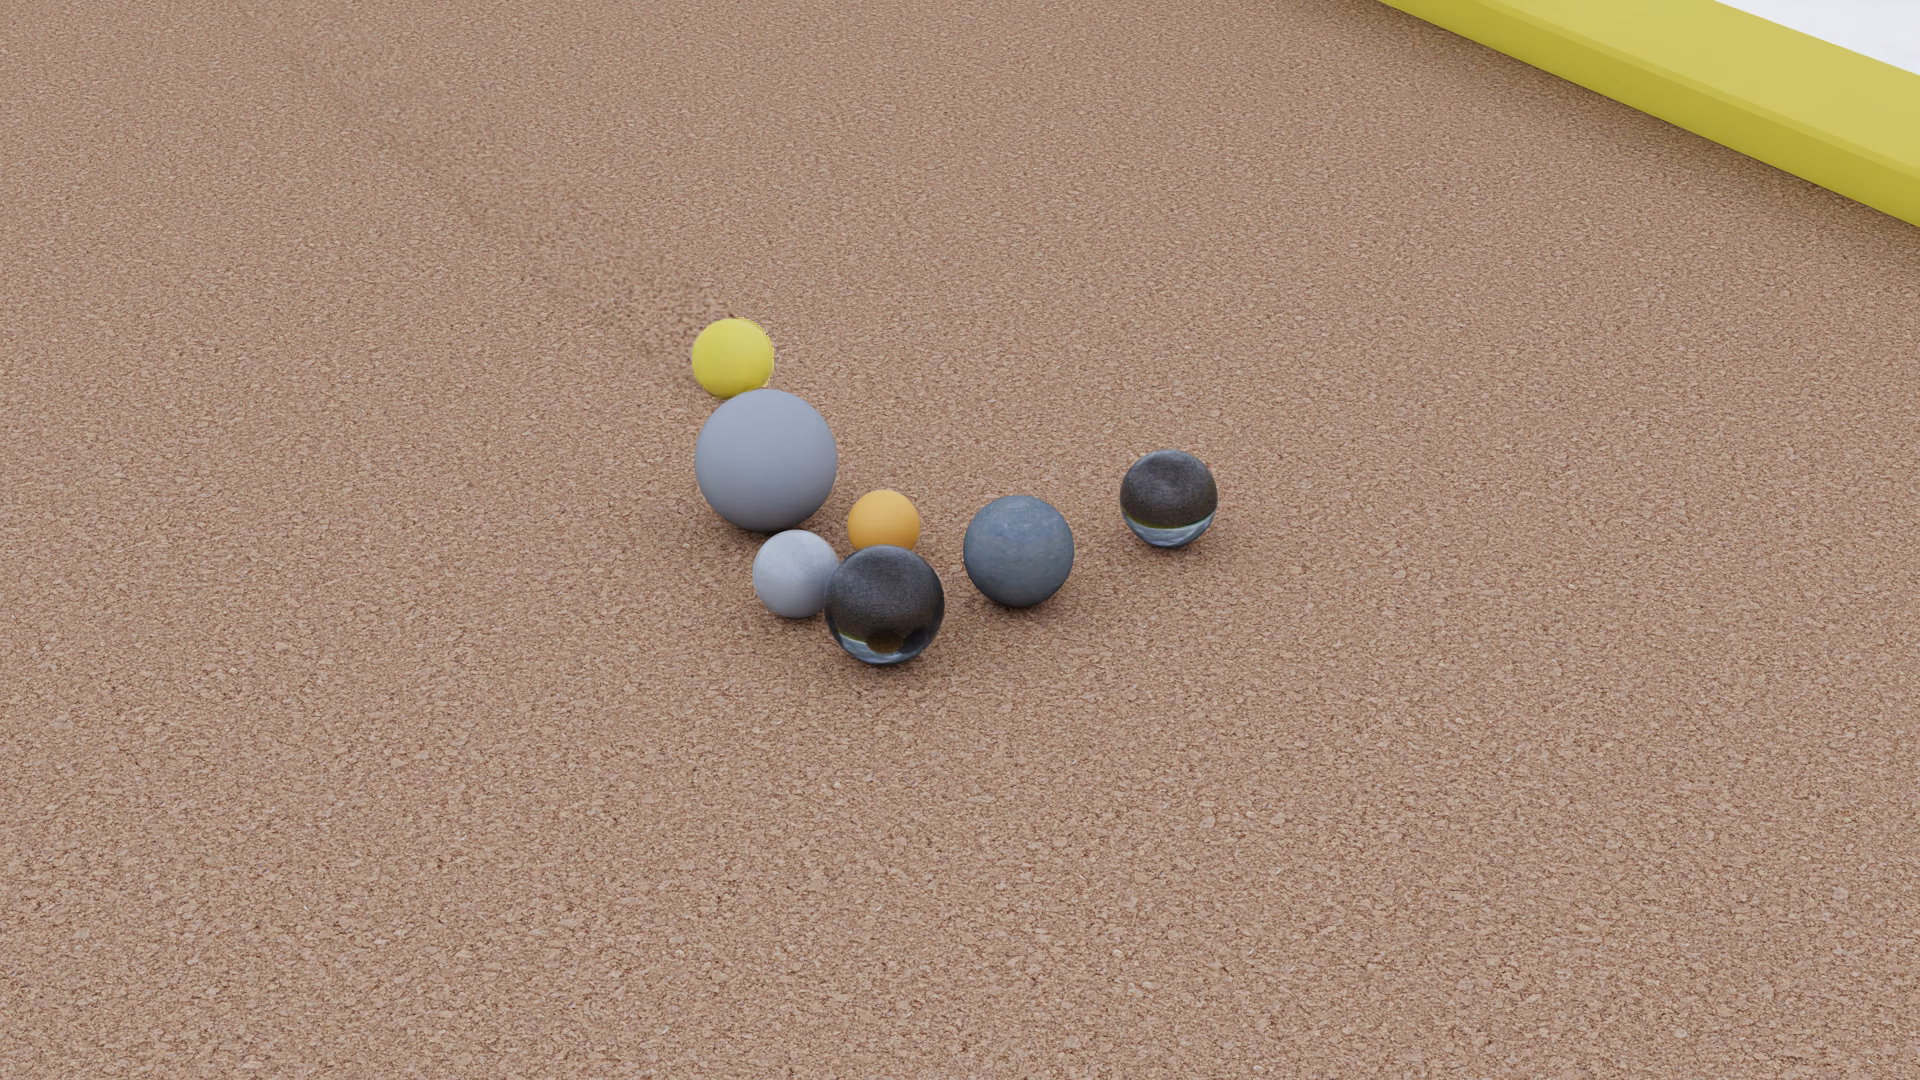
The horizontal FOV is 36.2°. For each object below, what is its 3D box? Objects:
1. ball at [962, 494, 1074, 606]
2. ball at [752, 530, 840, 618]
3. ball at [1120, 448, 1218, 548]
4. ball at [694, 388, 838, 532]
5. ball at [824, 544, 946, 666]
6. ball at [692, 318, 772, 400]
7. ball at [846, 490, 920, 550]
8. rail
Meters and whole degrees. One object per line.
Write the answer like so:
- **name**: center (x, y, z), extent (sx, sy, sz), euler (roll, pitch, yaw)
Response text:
- **ball**: center (0.039, 0.007, 1.938), extent (0.074, 0.074, 0.074), euler (0, 27, 0)
- **ball**: center (-0.107, 0.022, 1.926), extent (0.058, 0.058, 0.058), euler (0, 27, 0)
- **ball**: center (0.143, -0.029, 2.015), extent (0.068, 0.068, 0.068), euler (0, 27, 0)
- **ball**: center (-0.134, -0.055, 2.032), extent (0.099, 0.099, 0.099), euler (0, 27, 0)
- **ball**: center (-0.048, 0.041, 1.868), extent (0.077, 0.077, 0.077), euler (0, 27, 0)
- **ball**: center (-0.173, -0.137, 2.235), extent (0.062, 0.062, 0.062), euler (0, 27, 0)
- **ball**: center (-0.052, -0.009, 1.997), extent (0.050, 0.050, 0.050), euler (0, 27, 0)
- **rail**: center (0.413, -0.651, 3.165), extent (0.045, 0.129, 3.958), euler (-15, 30, -26)
